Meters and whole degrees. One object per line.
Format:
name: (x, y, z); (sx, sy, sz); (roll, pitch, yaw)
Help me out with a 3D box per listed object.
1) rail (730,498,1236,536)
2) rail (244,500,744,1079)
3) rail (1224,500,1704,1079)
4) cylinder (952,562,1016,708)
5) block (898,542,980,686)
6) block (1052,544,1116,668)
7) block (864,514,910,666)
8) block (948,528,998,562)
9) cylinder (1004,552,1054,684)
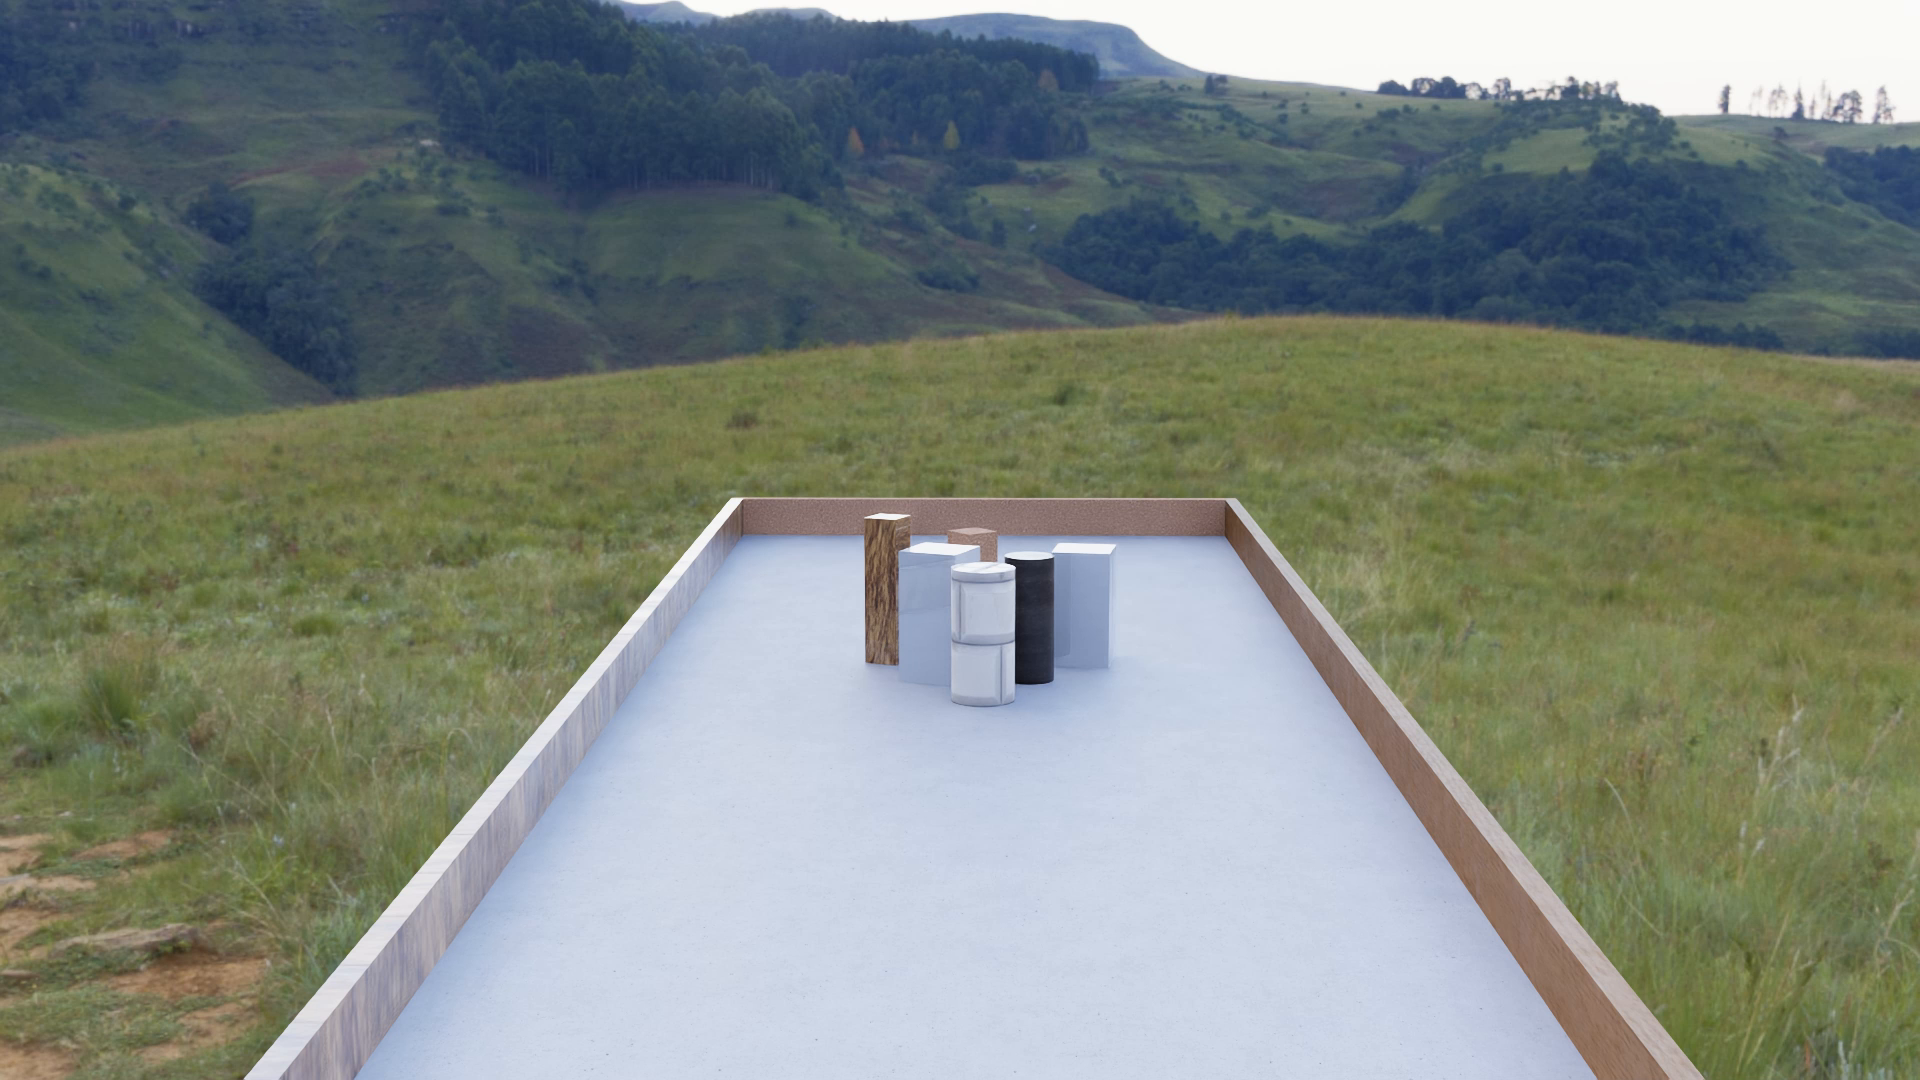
rail: (0.099, -0.098, 9.147); (2.100, 0.150, 0.050); (0, 9, 1)
rail: (-1.004, 0.839, 3.234); (0.050, 0.150, 12.000); (0, 9, 1)
rail: (1.046, 0.843, 3.208); (0.050, 0.150, 12.000); (0, 9, 1)
cylinder: (0.065, 0.263, 6.148); (0.179, 0.377, 0.179); (0, 9, 0)
block: (-0.059, 0.215, 6.427); (0.179, 0.384, 0.179); (4, 10, 24)
block: (0.374, 0.197, 6.660); (0.175, 0.347, 0.175); (2, 9, 10)
block: (-0.218, 0.148, 6.656); (0.103, 0.444, 0.103); (4, 10, 24)
block: (0.038, 0.170, 6.656); (0.107, 0.400, 0.107); (-7, 11, -37)
cylinder: (0.202, 0.227, 6.407); (0.145, 0.367, 0.145); (0, 9, 0)
